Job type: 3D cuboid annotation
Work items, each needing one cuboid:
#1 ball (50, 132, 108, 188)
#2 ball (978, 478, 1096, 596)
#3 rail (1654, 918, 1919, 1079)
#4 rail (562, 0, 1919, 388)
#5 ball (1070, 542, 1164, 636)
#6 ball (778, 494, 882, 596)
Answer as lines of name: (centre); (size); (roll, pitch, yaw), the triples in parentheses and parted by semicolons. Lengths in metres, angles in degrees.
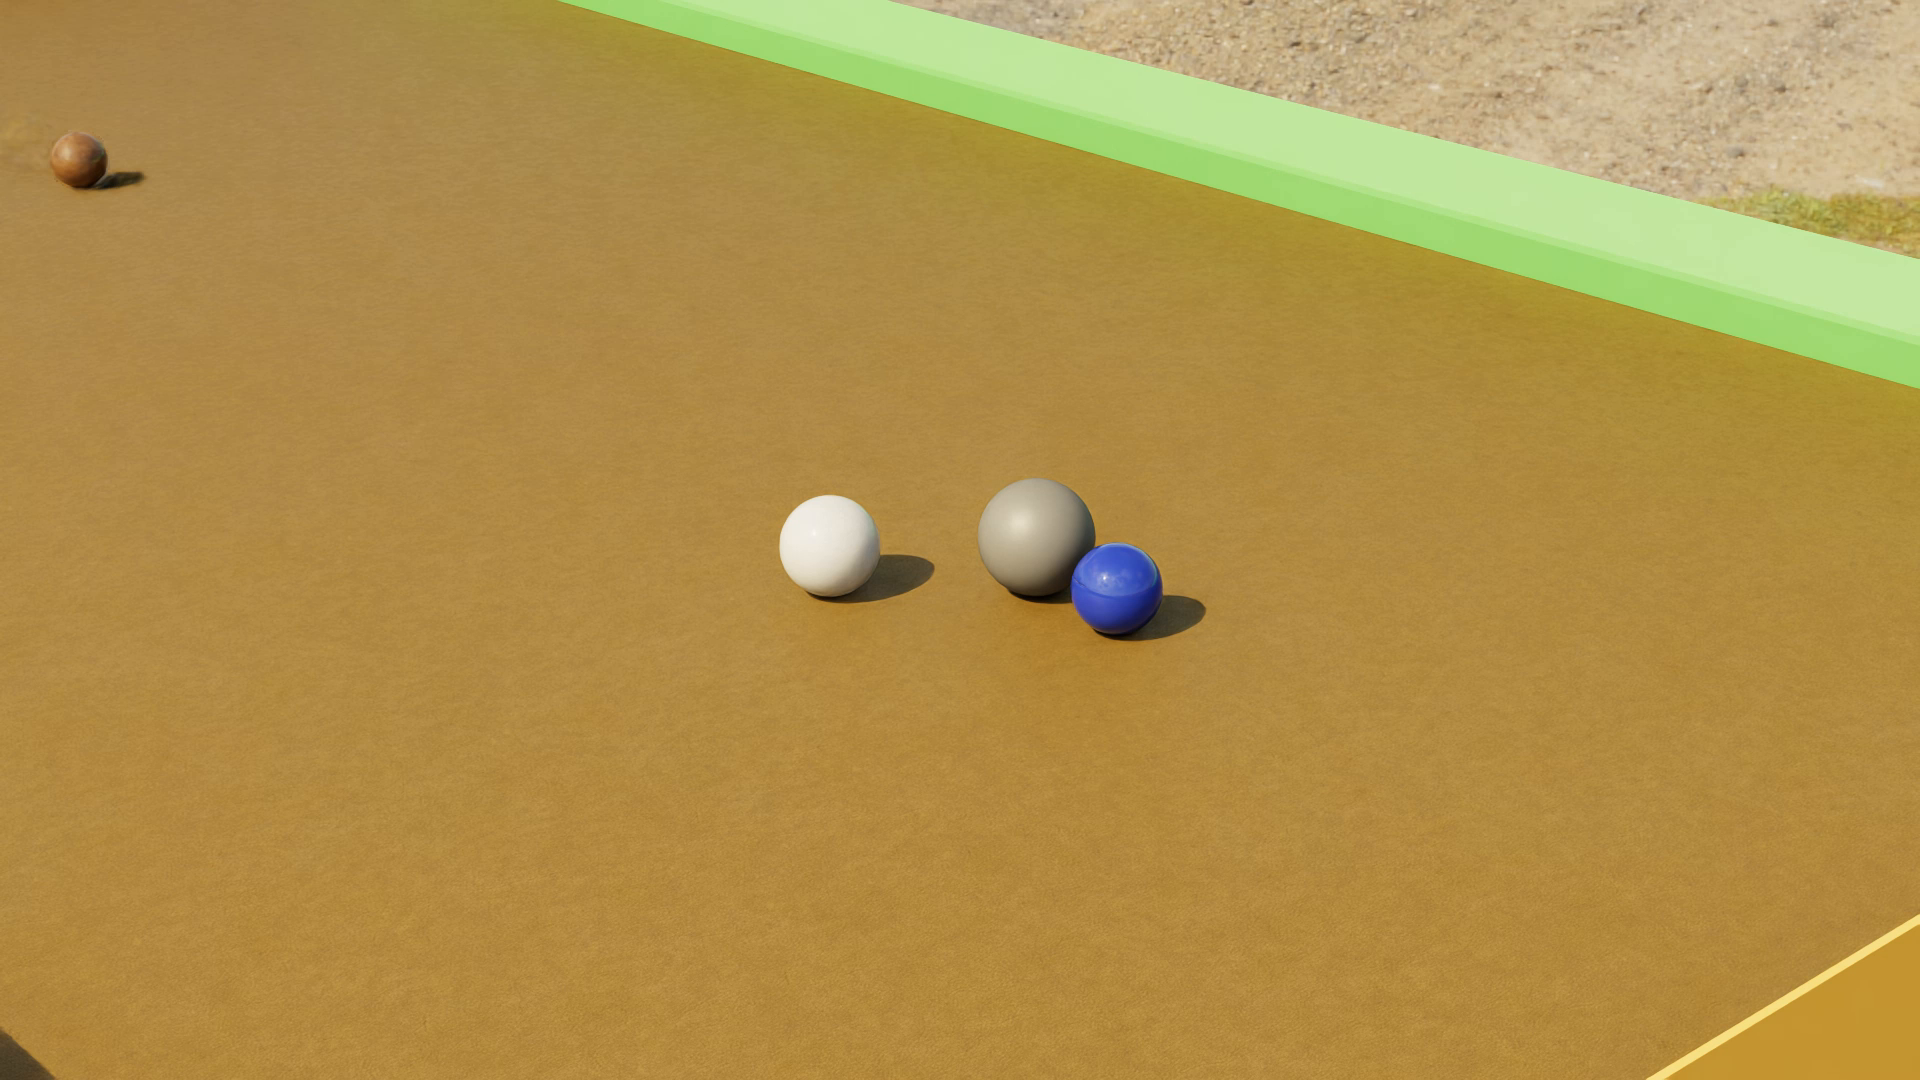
ball: (-1.048, -0.452, 3.497); (0.066, 0.066, 0.066); (0, 23, 0)
ball: (0.062, -0.002, 2.381); (0.096, 0.096, 0.096); (0, 23, 0)
rail: (0.597, 0.241, 1.759); (2.035, 0.125, 0.045); (-19, 29, -38)
rail: (0.132, -0.541, 3.631); (0.045, 0.125, 3.704); (-19, 29, -38)
ball: (0.123, 0.038, 2.314); (0.073, 0.073, 0.073); (0, 23, 0)
ball: (-0.105, 0.005, 2.381); (0.083, 0.083, 0.083); (0, 23, 0)
